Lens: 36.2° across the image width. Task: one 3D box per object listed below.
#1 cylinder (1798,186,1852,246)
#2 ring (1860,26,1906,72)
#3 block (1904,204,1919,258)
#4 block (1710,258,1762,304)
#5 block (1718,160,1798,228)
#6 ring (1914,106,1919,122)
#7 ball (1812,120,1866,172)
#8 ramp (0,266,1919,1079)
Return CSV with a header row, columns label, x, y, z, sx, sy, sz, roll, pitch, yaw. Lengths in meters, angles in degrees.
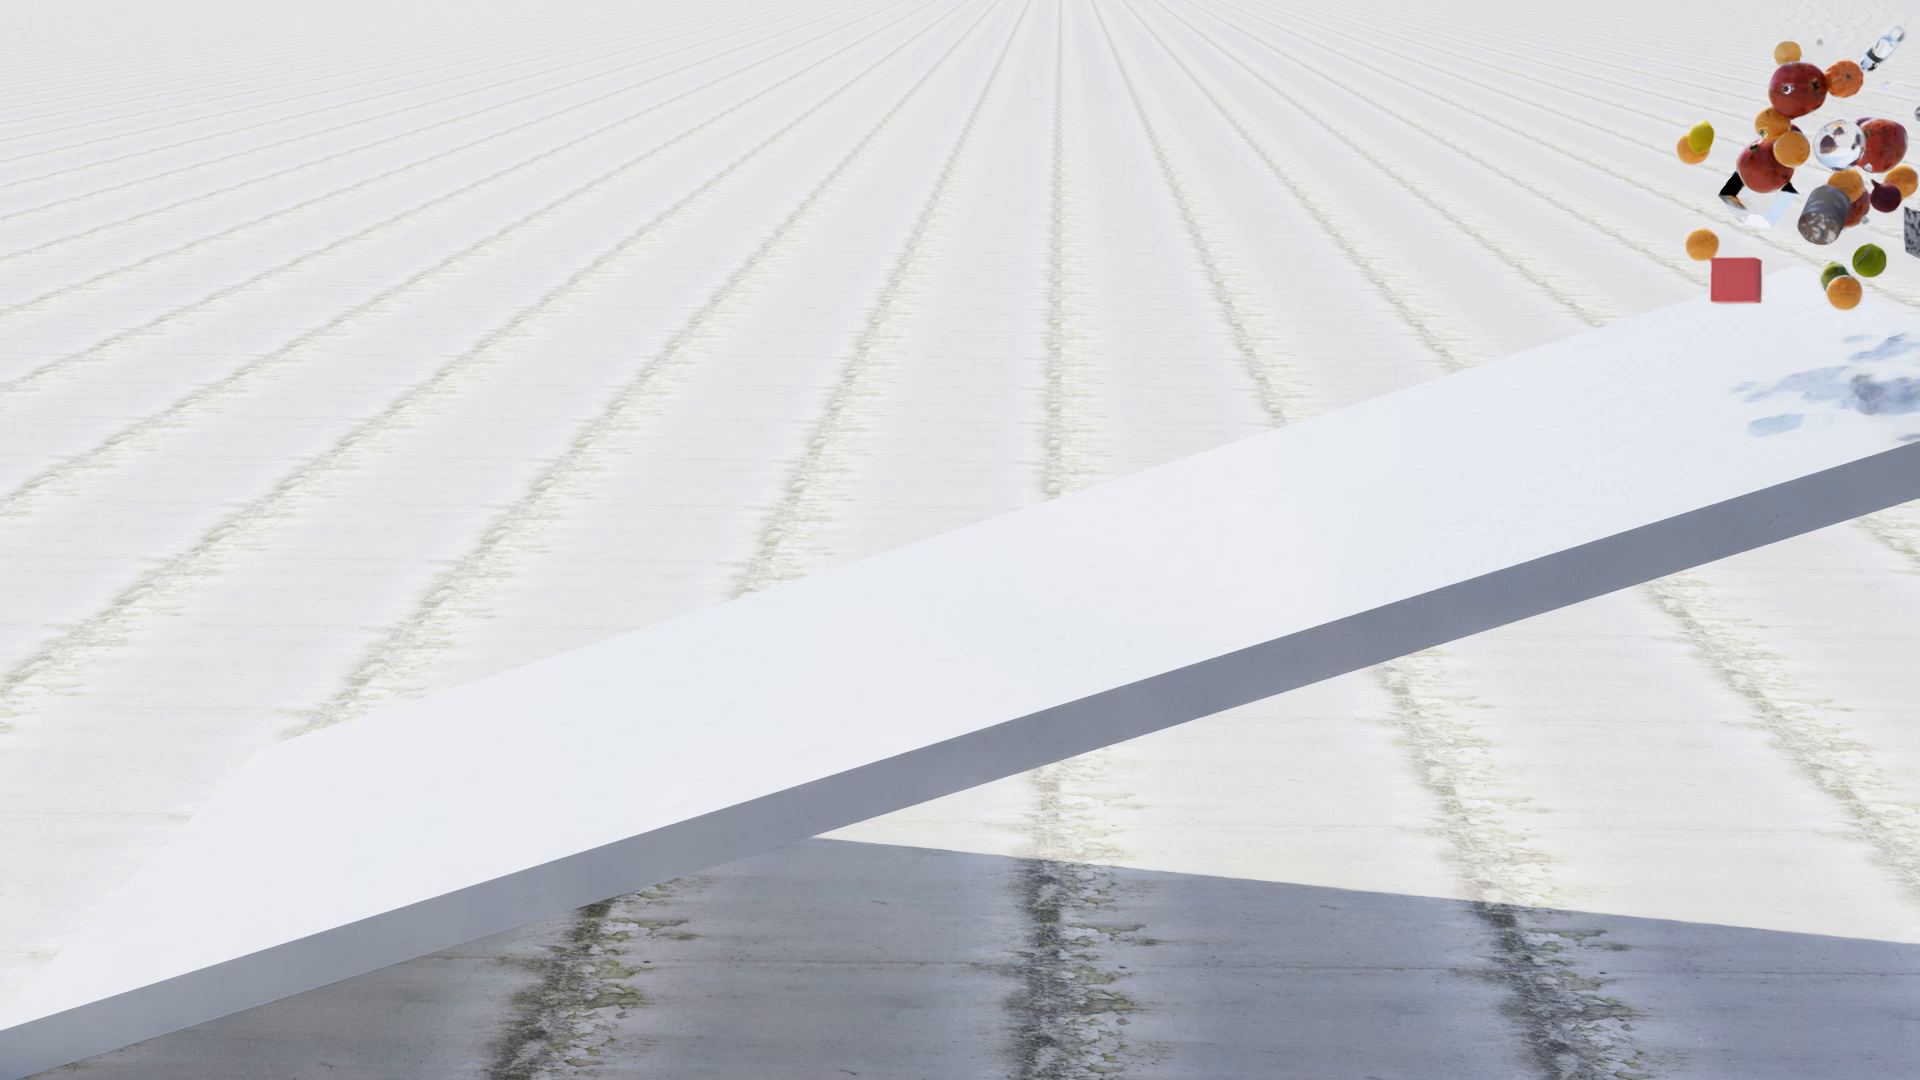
label,x,y,z,sx,sy,sz,roll,pitch,yaw
cylinder,1.712,-0.643,5.826,0.084,0.084,0.084,7,48,32
ring,1.823,-0.970,5.812,0.037,0.111,0.111,45,23,8
block,1.975,-0.627,5.948,0.096,0.096,0.096,-8,16,-2
block,1.527,-0.510,5.784,0.085,0.085,0.085,1,2,24
block,1.661,-0.720,6.122,0.095,0.095,0.095,42,-9,-25
ring,2.029,-0.884,6.060,0.119,0.040,0.119,-5,0,0
ball,1.718,-0.771,5.744,0.099,0.099,0.099,0,12,0
ramp,0.102,0.182,6.309,4.000,0.100,2.000,-17,11,5
